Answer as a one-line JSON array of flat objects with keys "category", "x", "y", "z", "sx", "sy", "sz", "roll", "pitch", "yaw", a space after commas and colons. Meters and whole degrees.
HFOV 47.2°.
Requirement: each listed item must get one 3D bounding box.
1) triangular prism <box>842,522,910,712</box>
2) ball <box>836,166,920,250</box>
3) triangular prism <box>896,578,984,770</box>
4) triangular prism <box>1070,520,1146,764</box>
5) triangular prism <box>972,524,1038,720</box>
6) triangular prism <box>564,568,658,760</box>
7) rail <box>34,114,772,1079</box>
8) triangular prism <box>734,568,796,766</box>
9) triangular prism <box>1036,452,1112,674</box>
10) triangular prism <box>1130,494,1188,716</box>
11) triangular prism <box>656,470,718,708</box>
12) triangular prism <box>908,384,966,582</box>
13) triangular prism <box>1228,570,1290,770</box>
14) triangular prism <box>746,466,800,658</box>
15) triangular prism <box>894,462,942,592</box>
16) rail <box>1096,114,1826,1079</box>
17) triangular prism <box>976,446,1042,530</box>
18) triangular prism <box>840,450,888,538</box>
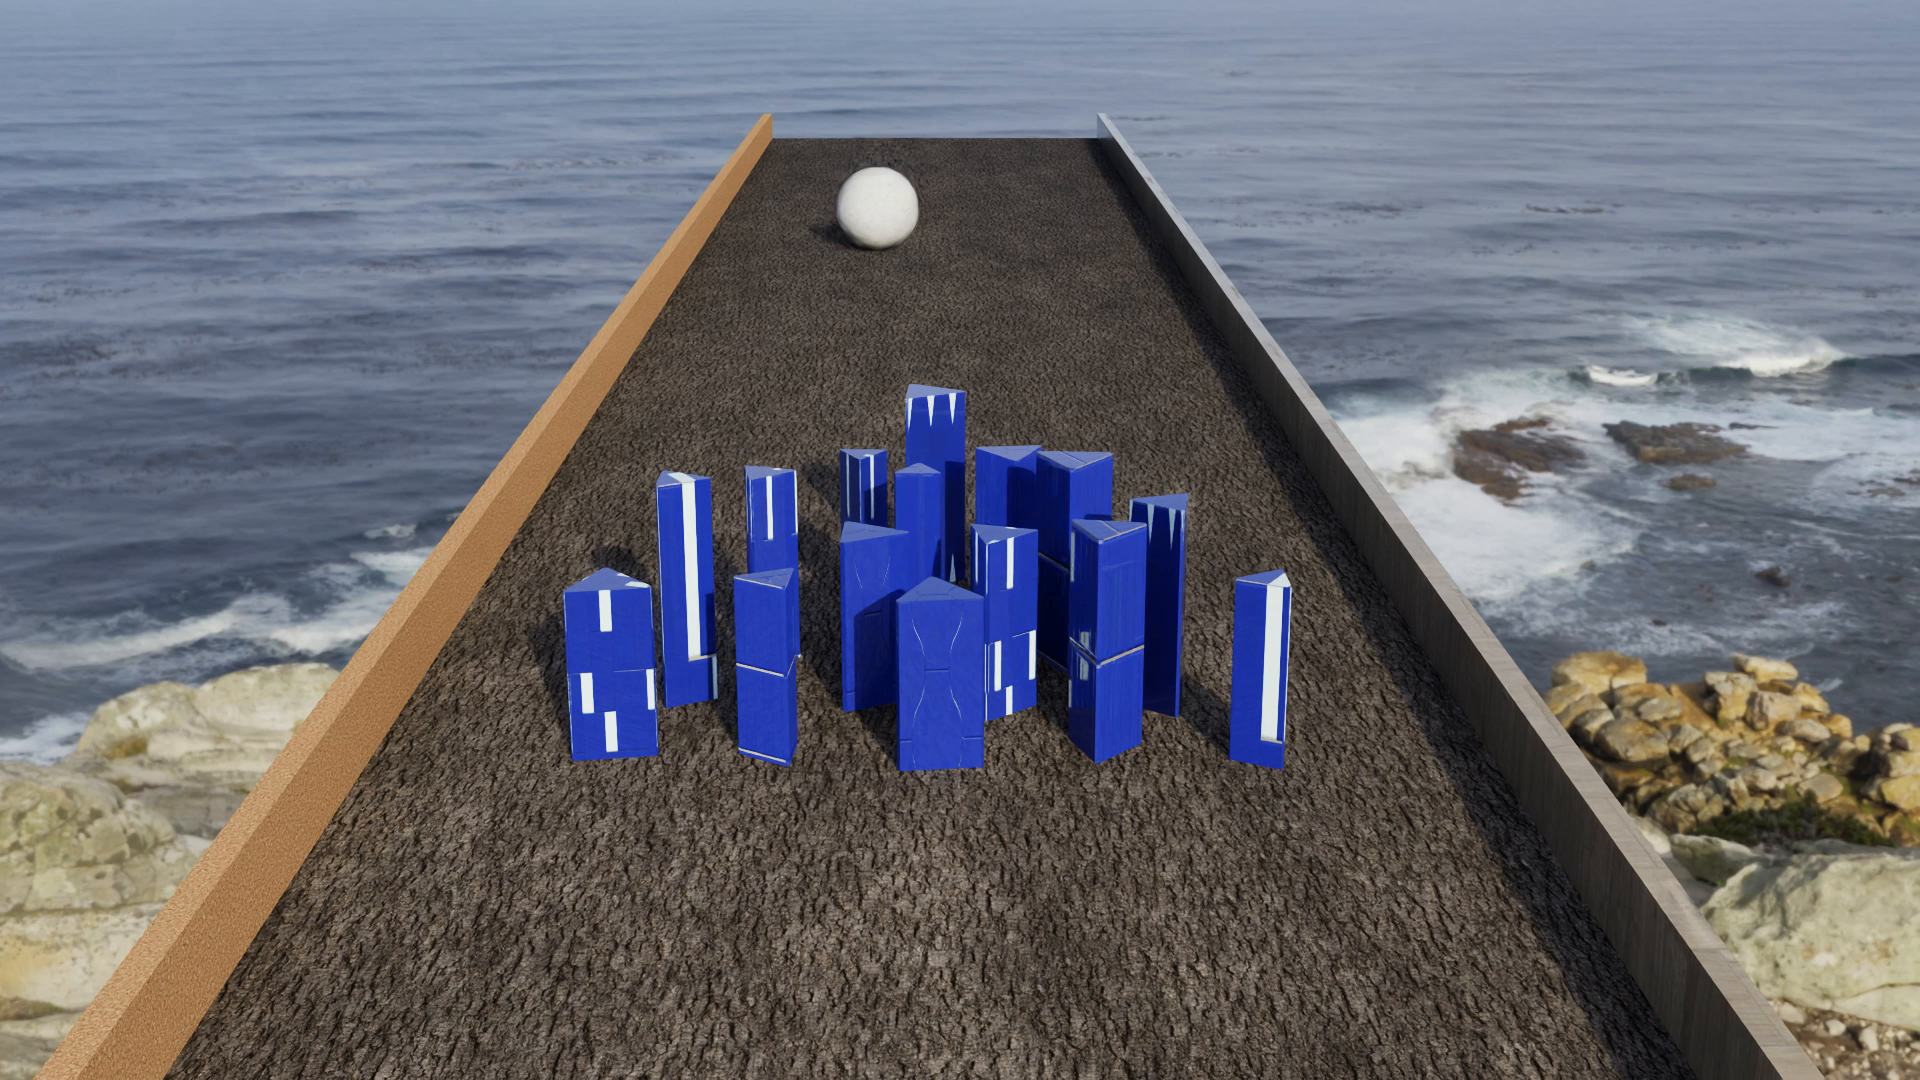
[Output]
[{"category": "triangular prism", "x": -0.186, "y": 0.139, "z": 4.176, "sx": 0.139, "sy": 0.332, "sz": 0.121, "roll": -9, "pitch": 19, "yaw": -28}, {"category": "ball", "x": -0.351, "y": -1.406, "z": 9.334, "sx": 0.354, "sy": 0.354, "sz": 0.354, "roll": 0, "pitch": 17, "yaw": 0}, {"category": "triangular prism", "x": -0.042, "y": 0.234, "z": 3.891, "sx": 0.151, "sy": 0.313, "sz": 0.131, "roll": -2, "pitch": 17, "yaw": -7}, {"category": "triangular prism", "x": 0.242, "y": 0.173, "z": 3.920, "sx": 0.114, "sy": 0.414, "sz": 0.131, "roll": 14, "pitch": 21, "yaw": 39}, {"category": "triangular prism", "x": 0.060, "y": 0.148, "z": 4.126, "sx": 0.129, "sy": 0.345, "sz": 0.112, "roll": -15, "pitch": 22, "yaw": -40}, {"category": "triangular prism", "x": -0.626, "y": 0.219, "z": 3.938, "sx": 0.151, "sy": 0.315, "sz": 0.131, "roll": -3, "pitch": 17, "yaw": -10}, {"category": "rail", "x": -1.118, "y": -0.838, "z": 7.780, "sx": 0.050, "sy": 0.150, "sz": 12.000, "roll": 0, "pitch": 17, "yaw": -1}, {"category": "triangular prism", "x": -0.323, "y": 0.220, "z": 3.903, "sx": 0.111, "sy": 0.332, "sz": 0.096, "roll": 11, "pitch": 20, "yaw": 32}, {"category": "triangular prism", "x": 0.205, "y": 0.036, "z": 4.367, "sx": 0.128, "sy": 0.420, "sz": 0.148, "roll": 11, "pitch": 20, "yaw": 33}, {"category": "triangular prism", "x": 0.392, "y": 0.117, "z": 4.129, "sx": 0.119, "sy": 0.402, "sz": 0.103, "roll": 13, "pitch": 21, "yaw": 37}, {"category": "triangular prism", "x": -0.534, "y": 0.090, "z": 4.161, "sx": 0.109, "sy": 0.436, "sz": 0.094, "roll": -9, "pitch": 19, "yaw": -29}, {"category": "triangular prism", "x": -0.080, "y": -0.125, "z": 4.891, "sx": 0.143, "sy": 0.431, "sz": 0.124, "roll": -9, "pitch": 19, "yaw": -27}, {"category": "triangular prism", "x": 0.545, "y": 0.224, "z": 3.882, "sx": 0.102, "sy": 0.337, "sz": 0.088, "roll": 9, "pitch": 19, "yaw": 28}, {"category": "triangular prism", "x": -0.395, "y": 0.049, "z": 4.382, "sx": 0.110, "sy": 0.388, "sz": 0.095, "roll": -14, "pitch": 21, "yaw": -38}, {"category": "triangular prism", "x": -0.082, "y": 0.045, "z": 4.393, "sx": 0.091, "sy": 0.390, "sz": 0.079, "roll": 0, "pitch": 17, "yaw": 2}, {"category": "rail", "x": 0.932, "y": -0.844, "z": 7.801, "sx": 0.050, "sy": 0.150, "sz": 12.000, "roll": 0, "pitch": 17, "yaw": -1}, {"category": "triangular prism", "x": 0.123, "y": -0.019, "z": 4.664, "sx": 0.120, "sy": 0.356, "sz": 0.139, "roll": -12, "pitch": 20, "yaw": -35}, {"category": "triangular prism", "x": -0.215, "y": -0.010, "z": 4.629, "sx": 0.083, "sy": 0.361, "sz": 0.096, "roll": 10, "pitch": 19, "yaw": 31}]
